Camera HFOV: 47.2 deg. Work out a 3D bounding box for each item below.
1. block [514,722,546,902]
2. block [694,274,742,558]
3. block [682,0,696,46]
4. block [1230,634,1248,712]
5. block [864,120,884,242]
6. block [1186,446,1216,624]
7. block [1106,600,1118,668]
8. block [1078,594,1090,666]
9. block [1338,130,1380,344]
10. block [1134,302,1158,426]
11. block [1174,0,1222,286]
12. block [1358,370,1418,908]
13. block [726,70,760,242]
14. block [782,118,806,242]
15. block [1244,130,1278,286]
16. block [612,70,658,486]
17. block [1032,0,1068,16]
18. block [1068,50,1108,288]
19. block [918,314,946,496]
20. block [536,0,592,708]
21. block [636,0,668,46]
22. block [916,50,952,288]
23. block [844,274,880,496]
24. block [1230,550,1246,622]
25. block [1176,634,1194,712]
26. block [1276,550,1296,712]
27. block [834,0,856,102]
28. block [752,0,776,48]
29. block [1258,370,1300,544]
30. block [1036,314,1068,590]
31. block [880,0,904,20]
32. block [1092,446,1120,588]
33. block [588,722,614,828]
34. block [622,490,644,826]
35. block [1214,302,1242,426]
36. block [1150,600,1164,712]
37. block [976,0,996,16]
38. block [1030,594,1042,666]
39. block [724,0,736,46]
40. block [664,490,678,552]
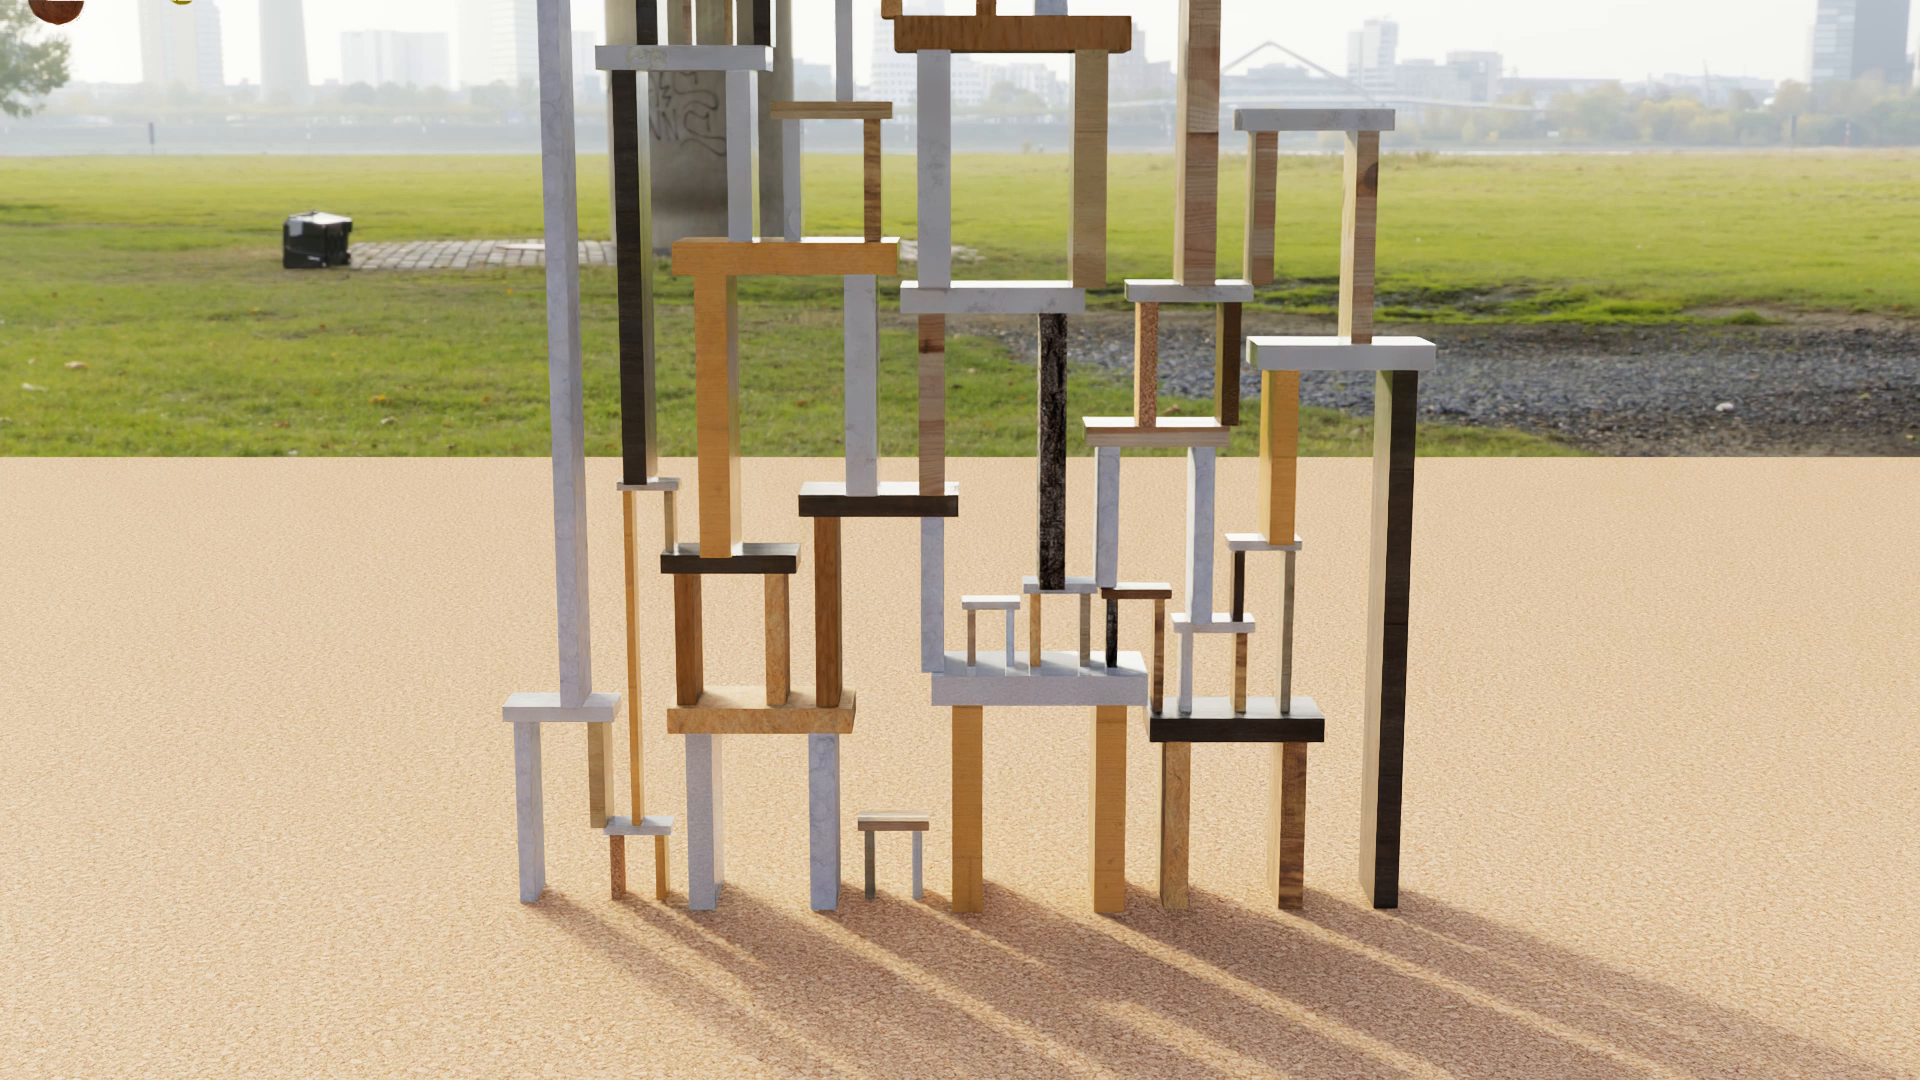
[{"bbox_3d":[-0.713,0.438,3.644,0.026,0.307,0.090,0,11,0],"label":"block"},{"bbox_3d":[-0.387,-0.207,3.525,0.049,0.446,0.174,0,11,0],"label":"block"},{"bbox_3d":[-0.419,-0.813,3.404,0.014,0.095,0.048,0,11,0],"label":"block"},{"bbox_3d":[0.456,0.209,3.600,0.019,0.131,0.066,0,11,0],"label":"block"},{"bbox_3d":[-0.136,-0.566,3.456,0.027,0.187,0.094,0,11,0],"label":"block"},{"bbox_3d":[0.389,-0.016,3.560,0.032,0.288,0.113,0,11,0],"label":"block"},{"bbox_3d":[0.247,0.146,3.583,0.016,0.113,0.057,0,11,0],"label":"block"},{"bbox_3d":[0.203,0.141,3.589,0.017,0.121,0.060,0,11,0],"label":"block"},{"bbox_3d":[0.629,-0.479,3.471,0.033,0.328,0.118,0,11,0],"label":"block"},{"bbox_3d":[0.297,-0.286,3.510,0.028,0.195,0.098,0,11,0],"label":"block"},{"bbox_3d":[0.370,-0.777,3.408,0.049,0.754,0.173,0,11,0],"label":"block"},{"bbox_3d":[0.697,0.156,3.587,0.039,0.883,0.139,0,11,0],"label":"block"},{"bbox_3d":[-0.340,-0.603,3.452,0.037,0.261,0.130,0,11,0],"label":"block"},{"bbox_3d":[-0.261,-0.566,3.455,0.027,0.187,0.094,0,11,0],"label":"block"},{"bbox_3d":[0.472,-0.523,3.458,0.033,0.236,0.118,1,11,1],"label":"block"},{"bbox_3d":[-0.515,-0.415,3.487,0.037,0.643,0.131,0,11,0],"label":"block"},{"bbox_3d":[0.139,-0.978,3.370,0.049,0.346,0.173,0,11,0],"label":"block"},{"bbox_3d":[0.199,-0.582,3.448,0.051,0.359,0.180,0,11,0],"label":"block"},{"bbox_3d":[-0.044,-0.224,3.514,0.041,0.287,0.144,0,11,0],"label":"block"},{"bbox_3d":[-0.629,-0.365,3.495,0.032,1.275,0.114,0,11,0],"label":"block"},{"bbox_3d":[-0.478,-0.879,3.399,0.032,0.228,0.114,0,11,0],"label":"block"},{"bbox_3d":[-0.040,-0.582,3.449,0.051,0.359,0.180,0,11,0],"label":"block"},{"bbox_3d":[-0.155,-0.255,3.516,0.049,0.347,0.174,0,11,0],"label":"block"},{"bbox_3d":[0.450,0.069,3.569,0.017,0.117,0.058,0,11,1],"label":"block"},{"bbox_3d":[0.368,0.209,3.600,0.019,0.131,0.066,0,11,0],"label":"block"},{"bbox_3d":[0.530,0.143,3.582,0.017,0.267,0.058,0,11,0],"label":"block"},{"bbox_3d":[-0.178,-0.818,3.409,0.027,0.272,0.094,0,11,0],"label":"block"},{"bbox_3d":[-0.303,-0.859,3.401,0.027,0.188,0.094,0,11,-1],"label":"block"},{"bbox_3d":[0.511,-0.142,3.532,0.039,0.278,0.139,0,11,0],"label":"block"},{"bbox_3d":[0.147,-0.149,3.528,0.041,0.439,0.144,0,11,0],"label":"block"},{"bbox_3d":[-0.106,-0.916,3.390,0.031,0.218,0.109,0,11,0],"label":"block"},{"bbox_3d":[0.236,-0.046,3.554,0.032,0.227,0.113,1,11,0],"label":"block"},{"bbox_3d":[-0.593,0.376,3.632,0.025,0.180,0.090,0,10,0],"label":"block"},{"bbox_3d":[-0.532,0.191,3.590,0.014,0.558,0.050,0,11,0],"label":"block"},{"bbox_3d":[0.427,-0.286,3.510,0.028,0.195,0.098,0,11,0],"label":"block"},{"bbox_3d":[0.322,0.182,3.589,0.016,0.187,0.057,0,11,0],"label":"block"},{"bbox_3d":[0.040,-0.916,3.390,0.031,0.218,0.109,0,11,0],"label":"block"},{"bbox_3d":[0.122,0.141,3.590,0.017,0.121,0.060,0,11,0],"label":"block"},{"bbox_3d":[-0.356,-0.813,3.404,0.014,0.095,0.048,0,11,0],"label":"block"},{"bbox_3d":[-0.466,-0.035,3.548,0.014,0.099,0.049,0,11,0],"label":"block"}]
